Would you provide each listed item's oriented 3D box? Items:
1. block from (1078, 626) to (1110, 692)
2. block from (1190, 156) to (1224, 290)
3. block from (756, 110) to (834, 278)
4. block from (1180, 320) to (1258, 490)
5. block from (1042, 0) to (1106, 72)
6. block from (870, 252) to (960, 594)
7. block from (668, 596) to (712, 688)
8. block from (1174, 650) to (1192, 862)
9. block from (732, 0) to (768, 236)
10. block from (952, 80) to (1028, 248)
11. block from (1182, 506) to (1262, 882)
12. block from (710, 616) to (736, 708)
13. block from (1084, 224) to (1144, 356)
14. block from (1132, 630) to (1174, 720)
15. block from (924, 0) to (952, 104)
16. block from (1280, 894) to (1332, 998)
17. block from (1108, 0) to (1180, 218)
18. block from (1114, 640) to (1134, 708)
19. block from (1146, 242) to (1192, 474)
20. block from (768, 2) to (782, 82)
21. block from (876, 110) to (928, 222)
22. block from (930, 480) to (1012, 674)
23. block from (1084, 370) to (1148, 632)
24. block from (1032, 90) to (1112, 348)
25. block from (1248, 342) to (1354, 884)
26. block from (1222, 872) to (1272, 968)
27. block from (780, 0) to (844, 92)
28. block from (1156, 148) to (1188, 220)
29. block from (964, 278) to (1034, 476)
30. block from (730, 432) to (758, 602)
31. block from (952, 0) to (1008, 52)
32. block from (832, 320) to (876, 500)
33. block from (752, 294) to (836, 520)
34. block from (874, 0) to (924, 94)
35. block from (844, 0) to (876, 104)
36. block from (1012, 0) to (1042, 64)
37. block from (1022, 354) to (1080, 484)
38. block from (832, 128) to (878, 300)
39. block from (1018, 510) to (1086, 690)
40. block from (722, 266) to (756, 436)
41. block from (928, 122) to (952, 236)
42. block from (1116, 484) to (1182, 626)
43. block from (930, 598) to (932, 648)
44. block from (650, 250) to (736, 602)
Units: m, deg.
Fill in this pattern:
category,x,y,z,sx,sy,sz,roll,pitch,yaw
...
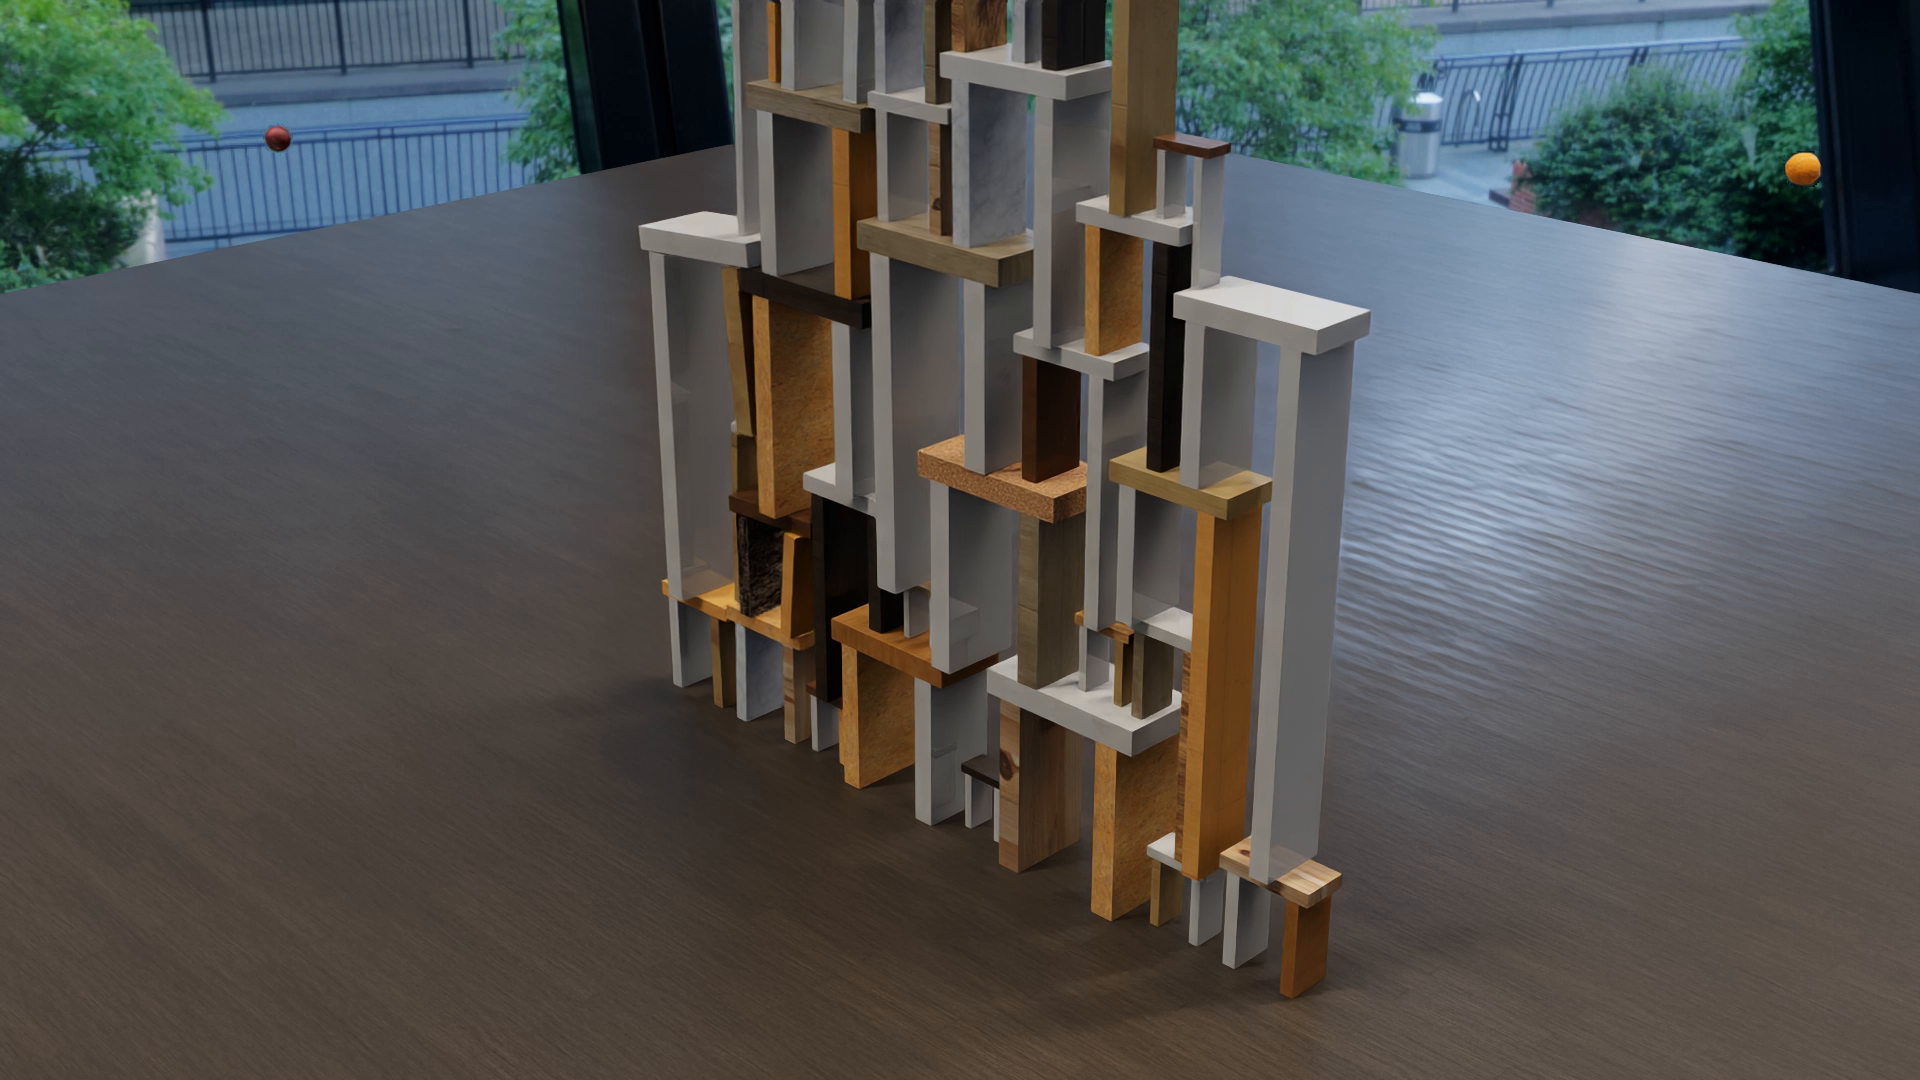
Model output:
category,x,y,z,sx,sy,sz,roll,pitch,yaw
block,0.248,0.208,4.051,0.018,0.130,0.065,21,31,41
block,0.401,-0.517,3.562,0.016,0.218,0.057,20,30,41
block,-0.315,-0.687,4.278,0.045,0.320,0.160,21,31,40
block,0.430,-0.239,3.655,0.040,0.285,0.143,21,31,41
block,0.189,-0.904,3.625,0.034,0.239,0.120,21,31,40
block,-0.082,-0.237,4.207,0.051,0.675,0.180,21,31,40
block,-0.601,0.214,4.975,0.031,0.219,0.109,21,31,40
block,0.427,0.377,3.924,0.085,0.422,0.024,-21,31,-40
block,-0.406,-0.841,4.306,0.021,0.487,0.075,21,31,40
block,0.052,-0.672,3.867,0.041,0.292,0.146,21,31,40
block,0.455,0.262,3.834,0.037,0.704,0.129,21,31,41
block,-0.497,0.254,4.882,0.109,0.219,0.031,-20,30,-39
block,0.263,-0.437,3.757,0.032,0.226,0.113,21,31,41
block,0.347,0.230,3.949,0.024,0.170,0.085,21,31,41
block,-0.019,-0.869,3.863,0.027,0.191,0.095,21,32,40
block,0.608,0.700,3.864,0.027,0.194,0.097,21,31,41
block,0.299,-0.759,3.560,0.120,0.456,0.034,-21,31,-39
block,0.309,0.232,3.994,0.065,0.131,0.018,-21,31,-41
block,0.367,-0.316,3.692,0.113,0.397,0.032,-21,31,-40
block,-0.330,-0.950,4.180,0.021,0.149,0.075,22,32,39
block,-0.106,-0.693,4.028,0.029,0.203,0.102,21,32,40
block,0.023,0.048,4.217,0.171,0.390,0.049,-22,31,-40
block,0.275,-0.076,3.894,0.118,0.478,0.033,-22,31,-40
block,0.191,-0.555,3.770,0.041,0.433,0.146,21,31,41
block,0.566,0.126,3.664,0.040,0.964,0.143,21,31,41
block,0.517,0.664,3.948,0.027,0.194,0.097,21,31,41
block,-0.275,-0.977,4.110,0.036,0.255,0.127,23,32,39
block,0.345,-0.586,3.590,0.016,0.114,0.057,20,31,39
block,0.088,-0.315,3.989,0.051,0.360,0.180,21,31,40
block,-0.454,-0.055,4.691,0.019,0.401,0.066,25,35,37
block,0.033,-0.953,3.777,0.030,0.212,0.106,21,31,40
block,-0.164,-0.272,4.295,0.050,0.353,0.176,21,31,41
block,-0.331,-0.288,4.473,0.176,0.466,0.050,-21,31,-41
block,-0.109,-0.904,3.946,0.027,0.191,0.095,21,32,40
block,-0.152,-0.931,4.003,0.036,0.255,0.127,24,33,39
block,0.134,-0.914,3.685,0.030,0.212,0.106,21,31,40
block,0.164,-0.230,3.948,0.033,0.236,0.118,21,31,40
block,-0.163,-0.627,4.139,0.160,0.320,0.045,-21,31,-41
block,0.184,0.089,4.060,0.049,0.343,0.171,21,31,41
block,-0.390,-0.402,4.493,0.049,0.345,0.172,15,26,43
block,-0.009,-0.656,3.940,0.029,0.203,0.102,21,32,40
block,0.333,0.009,3.859,0.129,0.258,0.037,-21,31,-40
block,-0.036,0.156,4.323,0.015,0.108,0.054,22,31,40
block,-0.562,-0.255,4.725,0.172,0.778,0.049,-21,31,-40
